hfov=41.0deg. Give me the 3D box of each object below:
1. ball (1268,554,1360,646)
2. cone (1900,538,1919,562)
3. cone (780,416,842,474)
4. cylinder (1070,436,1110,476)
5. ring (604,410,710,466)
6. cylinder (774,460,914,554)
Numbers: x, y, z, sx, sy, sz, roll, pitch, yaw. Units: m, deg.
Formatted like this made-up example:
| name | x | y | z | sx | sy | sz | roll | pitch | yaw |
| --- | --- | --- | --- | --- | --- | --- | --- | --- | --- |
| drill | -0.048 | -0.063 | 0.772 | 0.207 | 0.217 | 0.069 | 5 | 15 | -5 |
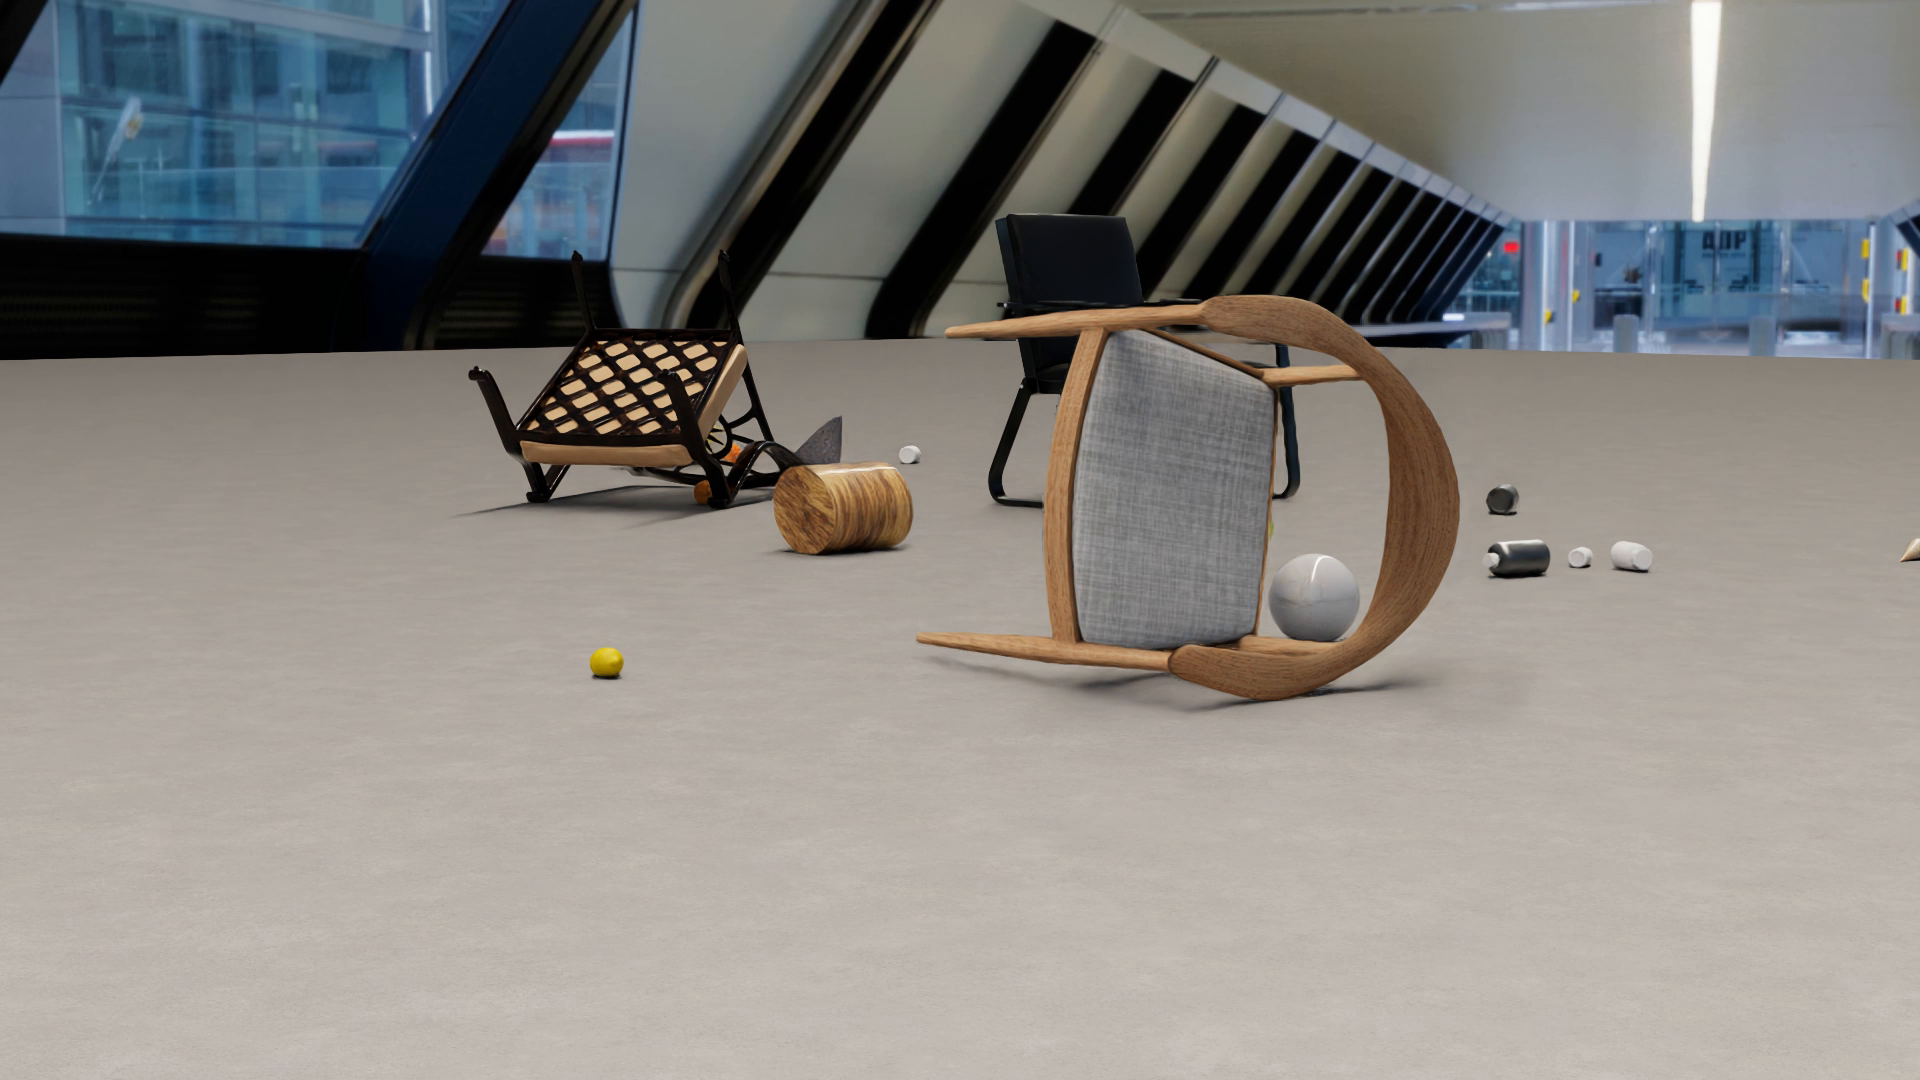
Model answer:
| name | x | y | z | sx | sy | sz | roll | pitch | yaw |
| --- | --- | --- | --- | --- | --- | --- | --- | --- | --- |
| ball | 0.633 | 0.106 | 4.586 | 0.164 | 0.164 | 0.164 | 0 | 6 | 0 |
| cone | 2.199 | 0.036 | 5.947 | 0.103 | 0.049 | 0.053 | -25 | -19 | -42 |
| cone | -0.438 | -0.252 | 8.357 | 0.294 | 0.145 | 0.190 | -45 | -12 | 20 |
| cylinder | 0.430 | -0.276 | 8.463 | 0.099 | 0.136 | 0.088 | -29 | -9 | 28 |
| ring | -1.050 | -0.357 | 8.929 | 0.159 | 0.194 | 0.465 | -15 | -3 | 38 |
| cylinder | -0.280 | -0.080 | 6.162 | 0.253 | 0.203 | 0.228 | -6 | 39 | -44 |
